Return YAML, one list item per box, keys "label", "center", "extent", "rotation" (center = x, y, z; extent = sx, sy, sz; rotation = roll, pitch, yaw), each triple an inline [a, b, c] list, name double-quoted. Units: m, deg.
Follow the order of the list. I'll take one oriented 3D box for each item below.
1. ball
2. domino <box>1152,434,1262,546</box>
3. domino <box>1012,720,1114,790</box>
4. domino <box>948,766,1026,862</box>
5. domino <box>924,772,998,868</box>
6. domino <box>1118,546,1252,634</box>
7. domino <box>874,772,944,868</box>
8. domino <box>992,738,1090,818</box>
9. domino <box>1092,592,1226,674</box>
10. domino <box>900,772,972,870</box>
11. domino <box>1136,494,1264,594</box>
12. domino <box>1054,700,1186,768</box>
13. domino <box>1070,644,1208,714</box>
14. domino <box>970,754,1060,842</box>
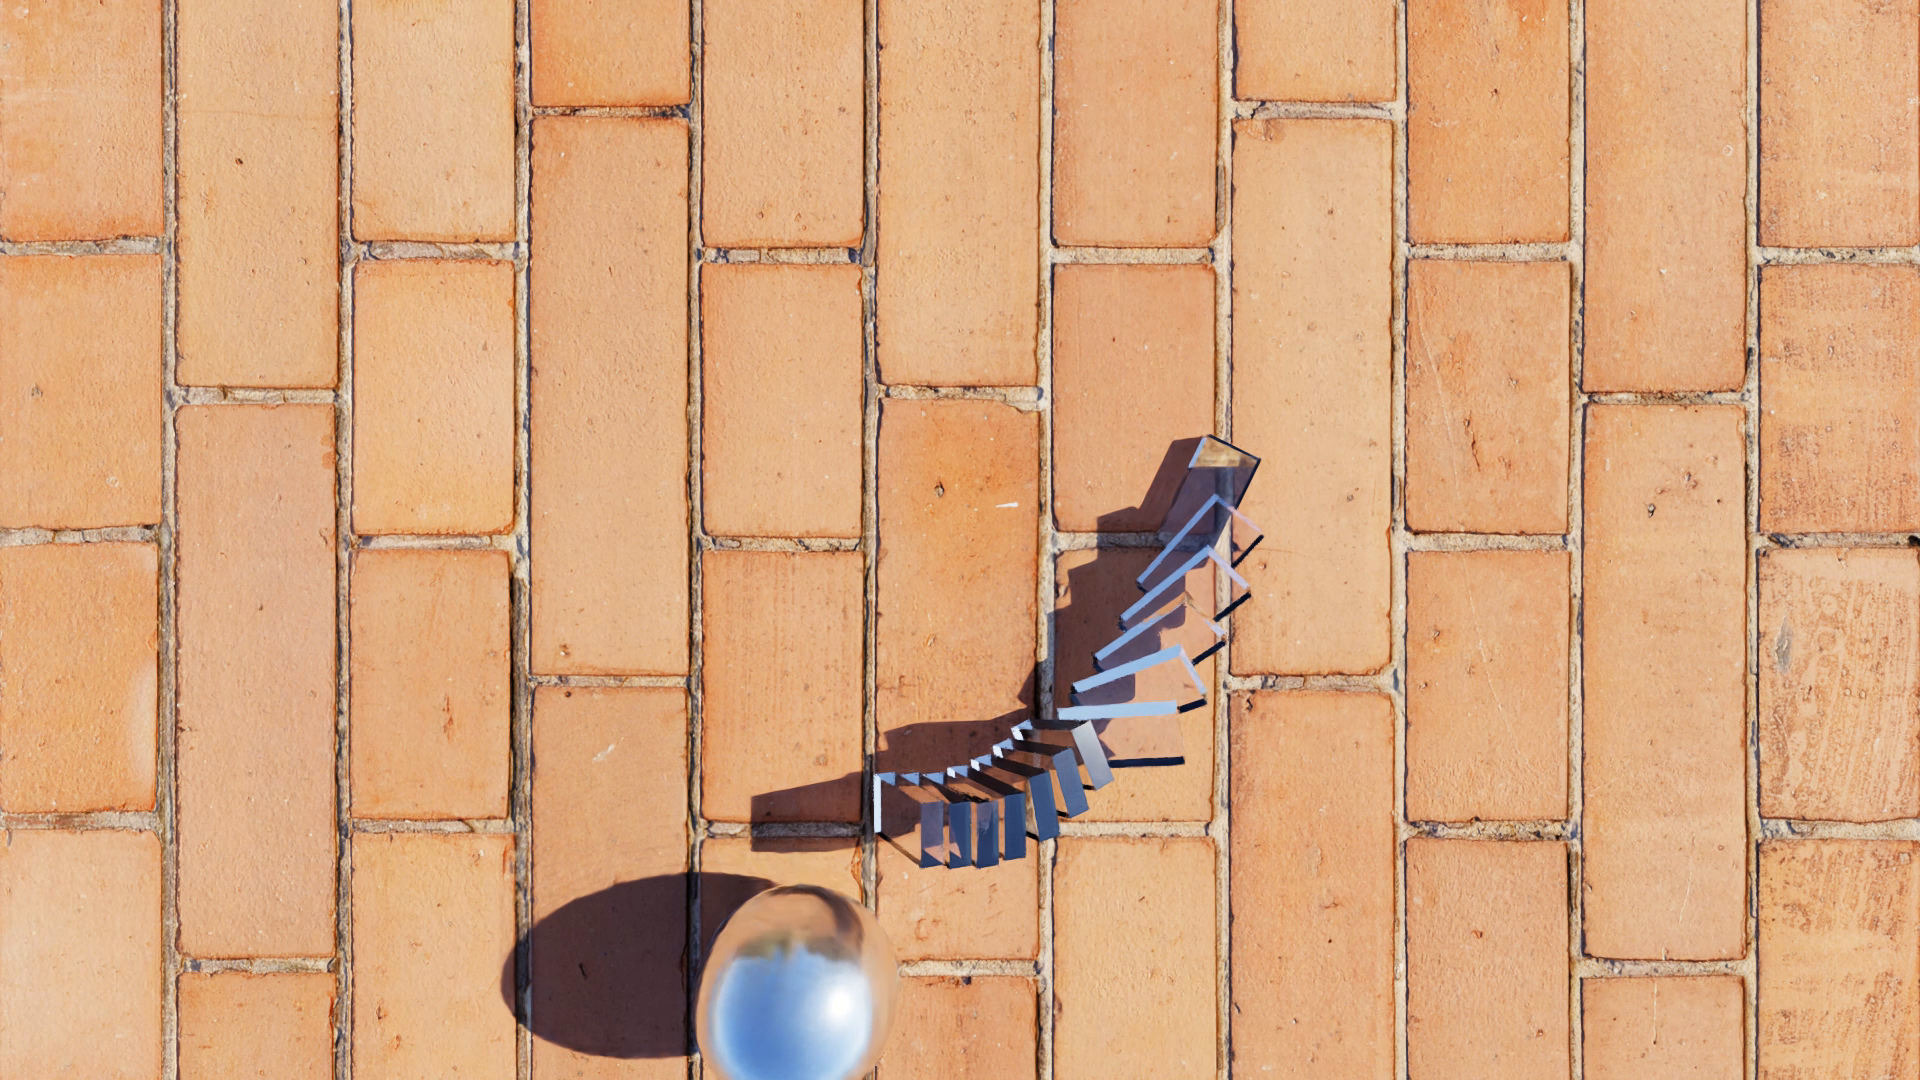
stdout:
- label: "ball"
  center: [-0.064, 0.177, 0.360]
  extent: [0.080, 0.080, 0.080]
  rotation: [0, 90, 0]
- label: "domino"
  center: [0.106, -0.017, 0.395]
  extent: [0.025, 0.010, 0.050]
  rotation: [26, 90, 0]
- label: "domino"
  center: [0.041, 0.087, 0.376]
  extent: [0.009, 0.050, 0.025]
  rotation: [-22, 90, -26]
- label: "domino"
  center: [0.010, 0.111, 0.376]
  extent: [0.009, 0.050, 0.025]
  rotation: [-1, 90, -26]
- label: "domino"
  center: [0.000, 0.114, 0.376]
  extent: [0.010, 0.050, 0.025]
  rotation: [-1, 90, -26]
- label: "domino"
  center: [0.093, 0.028, 0.383]
  extent: [0.025, 0.009, 0.050]
  rotation: [43, 116, -7]
- label: "domino"
  center: [-0.022, 0.114, 0.376]
  extent: [0.010, 0.050, 0.025]
  rotation: [-1, 90, -26]
- label: "domino"
  center: [0.032, 0.097, 0.376]
  extent: [0.009, 0.050, 0.025]
  rotation: [-16, 90, -26]
- label: "domino"
  center: [0.083, 0.046, 0.383]
  extent: [0.050, 0.010, 0.025]
  rotation: [-40, 100, 26]
- label: "domino"
  center: [-0.011, 0.114, 0.376]
  extent: [0.010, 0.050, 0.025]
  rotation: [-1, 90, -26]
- label: "domino"
  center: [0.100, 0.008, 0.386]
  extent: [0.025, 0.009, 0.050]
  rotation: [37, 111, -4]
- label: "domino"
  center: [0.067, 0.082, 0.382]
  extent: [0.050, 0.010, 0.025]
  rotation: [-7, 113, 18]
- label: "domino"
  center: [0.074, 0.064, 0.382]
  extent: [0.050, 0.010, 0.025]
  rotation: [-25, 106, 24]
- label: "domino"
  center: [0.022, 0.105, 0.376]
  extent: [0.009, 0.050, 0.025]
  rotation: [-10, 90, -26]
